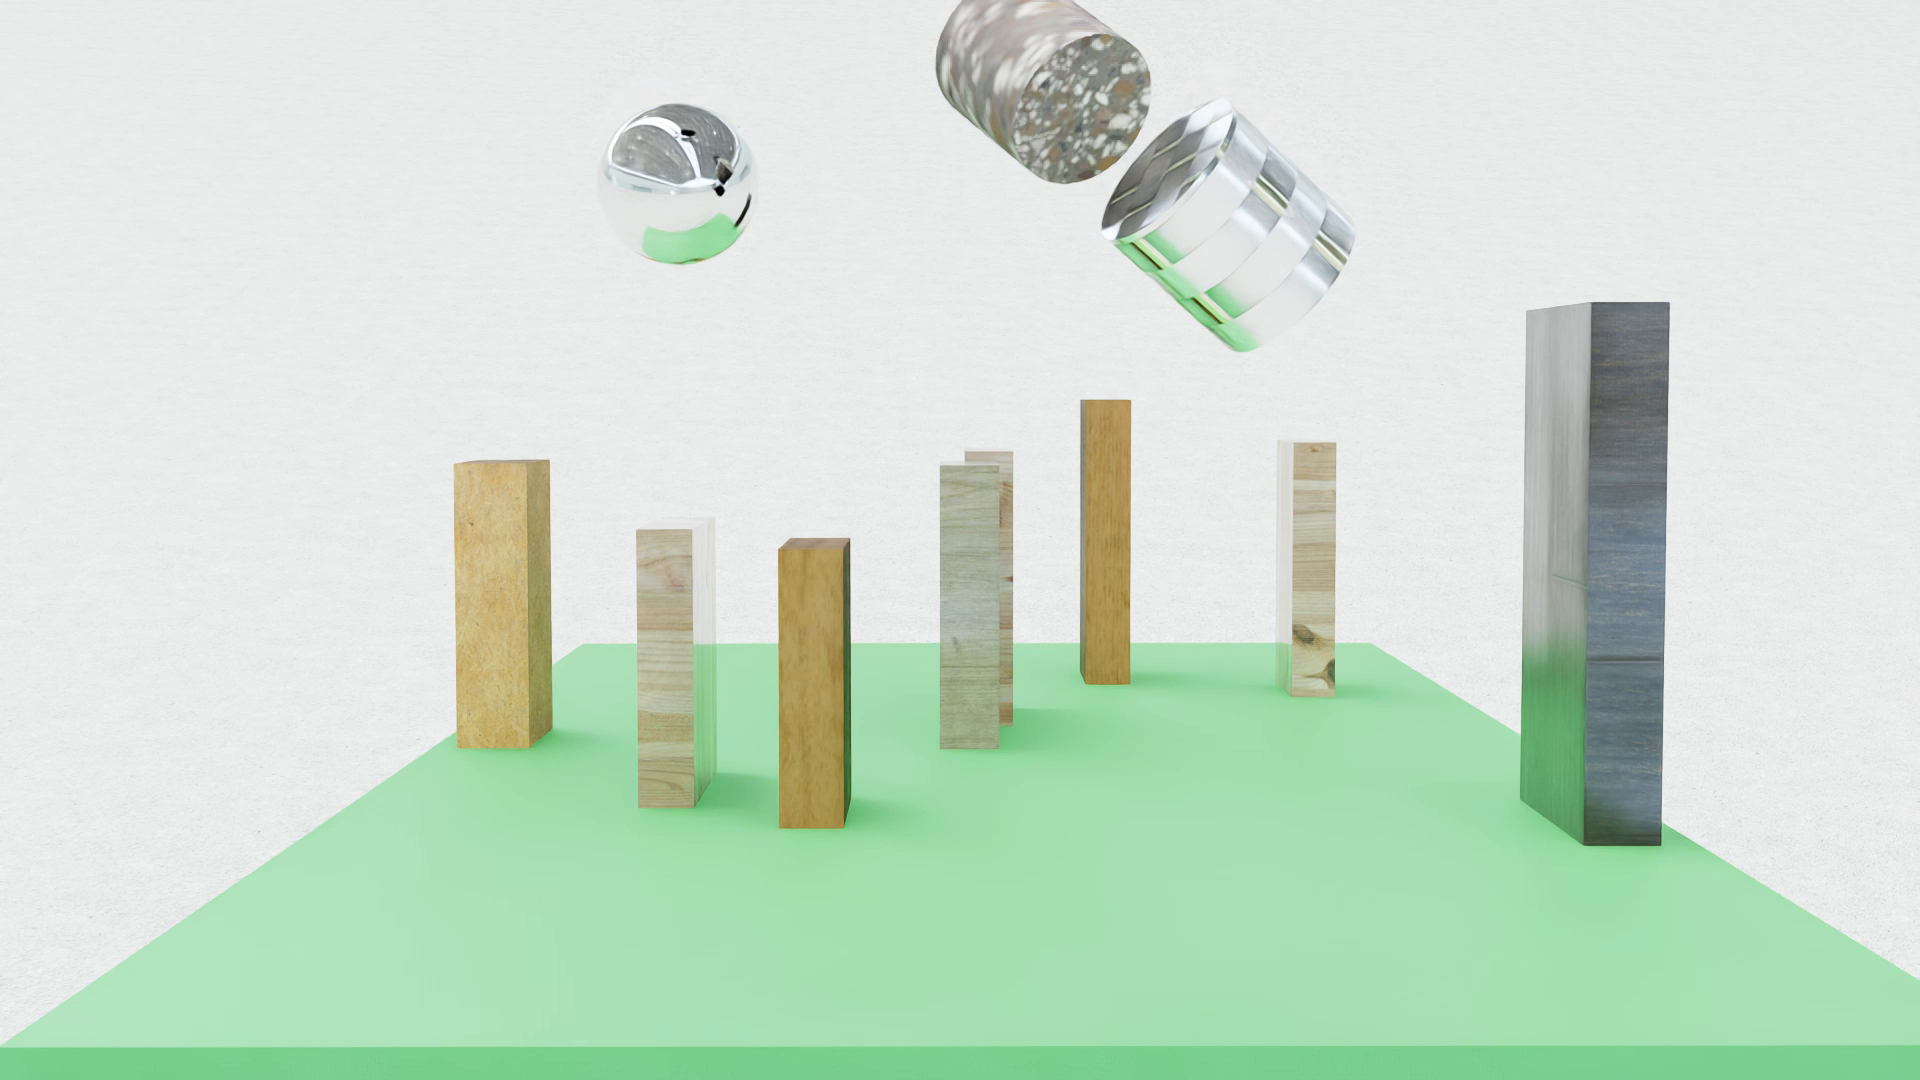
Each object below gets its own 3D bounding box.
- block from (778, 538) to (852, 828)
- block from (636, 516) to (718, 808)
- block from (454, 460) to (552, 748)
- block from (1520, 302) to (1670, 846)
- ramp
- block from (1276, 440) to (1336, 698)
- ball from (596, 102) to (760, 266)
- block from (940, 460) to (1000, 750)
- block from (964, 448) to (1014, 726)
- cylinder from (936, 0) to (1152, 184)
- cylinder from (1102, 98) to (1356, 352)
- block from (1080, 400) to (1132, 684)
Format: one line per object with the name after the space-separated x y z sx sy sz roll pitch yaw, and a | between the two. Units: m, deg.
-0.219 0.211 3.913 0.095 0.412 0.283 0 3 0 | block
-0.454 0.188 4.144 0.087 0.432 0.380 0 3 0 | block
-0.842 0.111 4.747 0.131 0.513 0.270 0 3 0 | block
0.937 0.038 3.819 0.110 0.768 0.412 0 3 0 | block
0.048 0.430 4.533 2.000 0.100 4.000 0 3 0 | ramp
0.740 0.055 5.503 0.090 0.534 0.274 0 3 0 | block
-0.305 -0.385 2.784 0.176 0.176 0.176 0 20 0 | ball
0.017 0.112 4.744 0.107 0.510 0.299 0 3 0 | block
0.055 0.085 5.057 0.093 0.527 0.292 0 3 0 | block
0.084 -0.472 2.626 0.162 0.162 0.162 -12 38 -28 | cylinder
0.260 -0.304 2.490 0.174 0.174 0.174 39 9 -21 | cylinder
0.323 -0.002 5.728 0.098 0.621 0.267 0 3 0 | block
